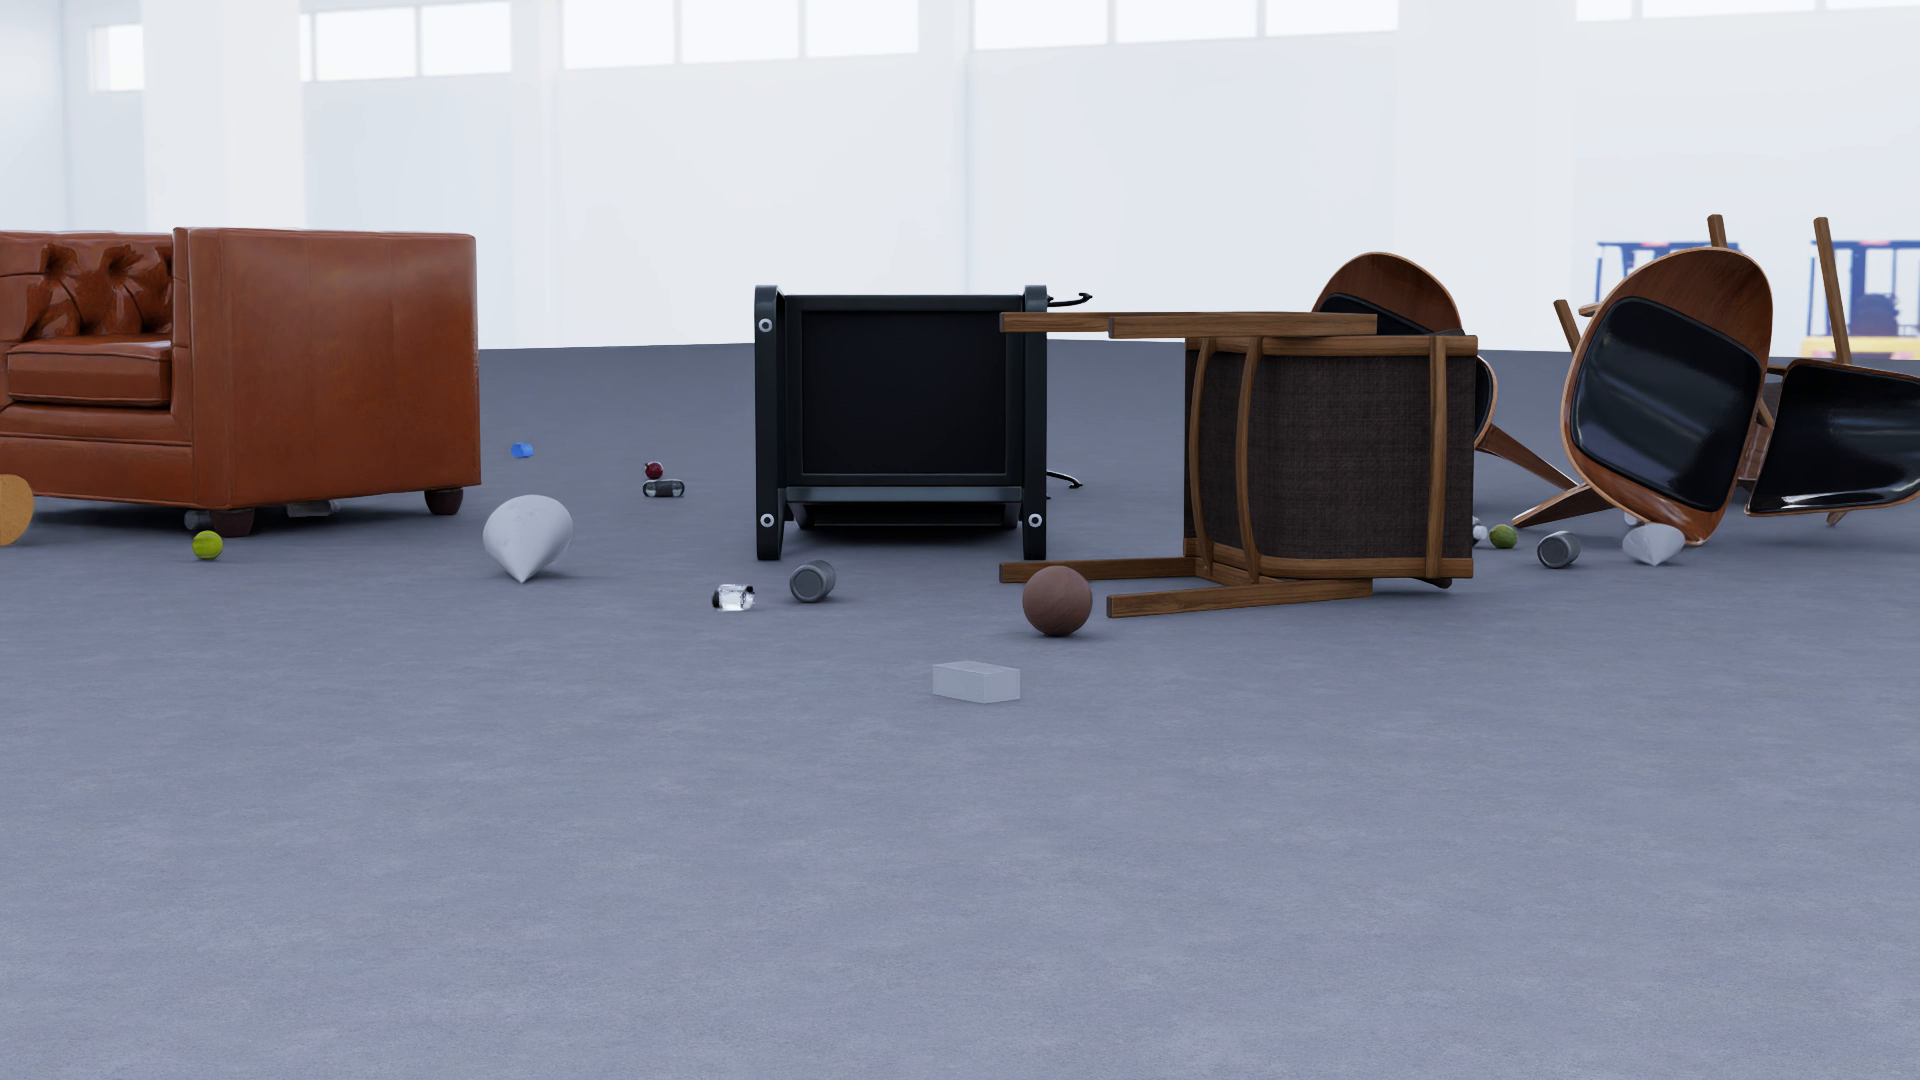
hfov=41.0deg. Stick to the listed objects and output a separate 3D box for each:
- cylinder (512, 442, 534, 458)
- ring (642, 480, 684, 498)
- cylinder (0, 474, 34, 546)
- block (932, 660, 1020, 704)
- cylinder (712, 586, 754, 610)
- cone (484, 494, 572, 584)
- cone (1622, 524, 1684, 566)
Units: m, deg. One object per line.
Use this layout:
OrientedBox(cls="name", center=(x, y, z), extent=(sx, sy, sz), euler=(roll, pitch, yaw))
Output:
OrientedBox(cls="cylinder", center=(-1.588, -0.325, 9.307), extent=(0.062, 0.050, 0.053), euler=(37, 25, 27))
OrientedBox(cls="ring", center=(-0.887, -0.154, 7.675), extent=(0.127, 0.050, 0.080), euler=(-2, 5, -9))
OrientedBox(cls="cylinder", center=(-2.401, -0.079, 6.319), extent=(0.180, 0.185, 0.152), euler=(5, -25, 42))
OrientedBox(cls="block", center=(0.025, 0.222, 4.027), extent=(0.074, 0.047, 0.124), euler=(-5, 8, -40))
OrientedBox(cls="cylinder", center=(-0.448, 0.115, 5.068), extent=(0.056, 0.047, 0.091), euler=(2, 10, 12))
OrientedBox(cls="cone", center=(-0.950, 0.039, 5.602), extent=(0.211, 0.180, 0.223), euler=(-35, 27, 14))
OrientedBox(cls="cone", center=(1.585, 0.033, 5.859), extent=(0.140, 0.119, 0.076), euler=(-14, 40, 26))
